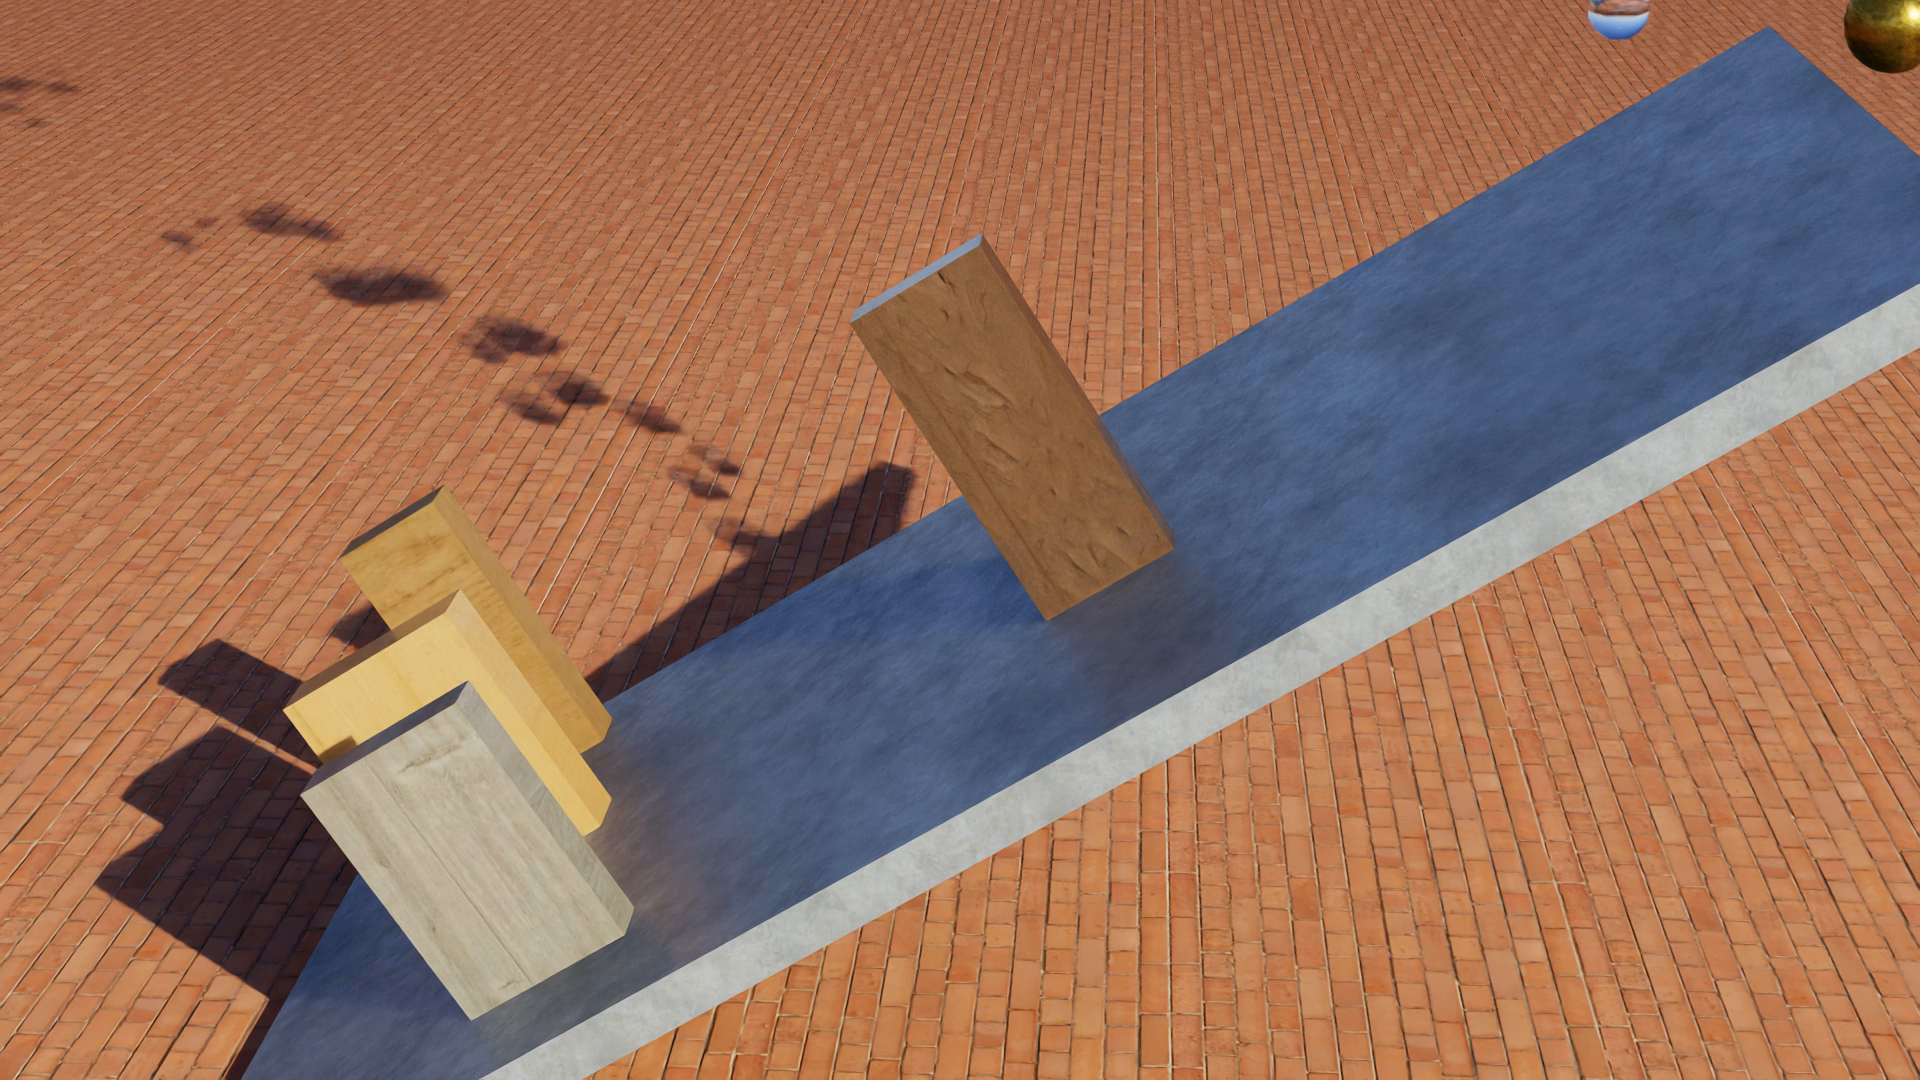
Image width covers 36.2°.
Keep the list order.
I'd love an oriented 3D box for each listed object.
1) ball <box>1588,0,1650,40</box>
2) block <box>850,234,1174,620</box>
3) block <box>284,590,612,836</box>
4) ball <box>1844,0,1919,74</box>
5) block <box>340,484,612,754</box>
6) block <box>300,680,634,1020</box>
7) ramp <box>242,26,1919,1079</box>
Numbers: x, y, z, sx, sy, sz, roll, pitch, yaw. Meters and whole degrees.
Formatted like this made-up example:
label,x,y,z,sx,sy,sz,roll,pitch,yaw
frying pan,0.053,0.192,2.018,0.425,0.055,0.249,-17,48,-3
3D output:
label,x,y,z,sx,sy,sz,roll,pitch,yaw
ball,1.382,-1.114,6.171,0.129,0.129,0.129,0,20,0
block,0.111,-0.223,5.946,0.305,0.741,0.101,-30,15,13
block,-1.151,0.485,6.632,0.450,0.600,0.149,-30,15,13
ball,1.714,-0.947,5.393,0.180,0.180,0.180,0,20,0
block,-1.181,0.246,7.208,0.279,0.722,0.135,-30,15,13
block,-0.978,0.623,5.869,0.380,0.582,0.119,-30,15,13
ramp,0.141,0.169,6.292,4.000,0.100,2.000,-30,15,13
